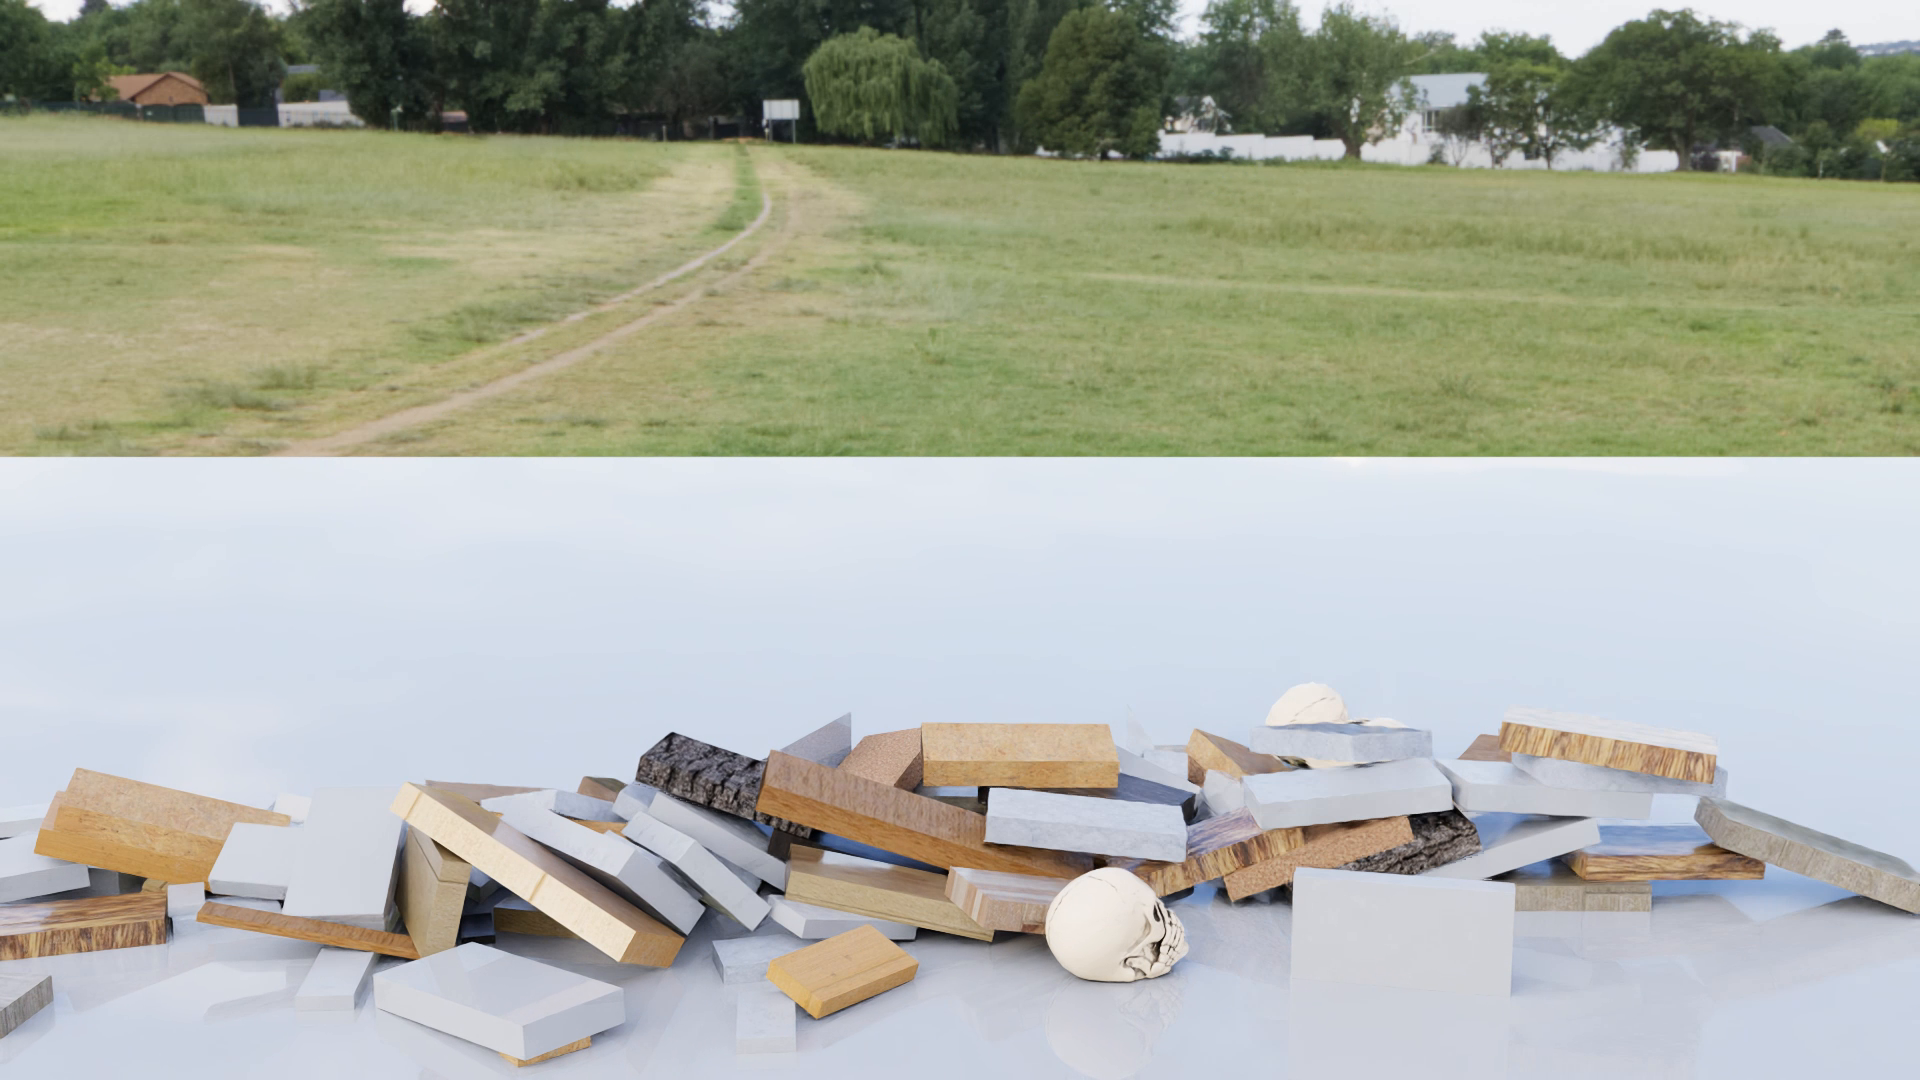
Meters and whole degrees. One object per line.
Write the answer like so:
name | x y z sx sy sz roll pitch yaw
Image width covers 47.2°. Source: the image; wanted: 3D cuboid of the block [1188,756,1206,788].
block | 0.494 0.463 4.150 0.106 0.030 0.212 21 6 -18

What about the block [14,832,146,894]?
block | -1.522 0.551 3.770 0.283 0.040 0.142 3 11 14

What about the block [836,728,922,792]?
block | -0.172 0.460 4.090 0.160 0.045 0.561 -10 10 15

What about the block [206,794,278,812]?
block | -1.325 0.517 3.957 0.137 0.039 0.275 0 11 -2

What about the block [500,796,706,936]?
block | -0.566 0.510 3.456 0.350 0.050 0.175 12 -29 48

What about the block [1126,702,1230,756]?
block | 0.453 0.402 4.559 0.160 0.045 0.320 -1 11 -5

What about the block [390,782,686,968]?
block | -0.644 0.509 3.348 0.458 0.050 0.175 28 -4 22

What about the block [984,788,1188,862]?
block | 0.206 0.470 3.638 0.325 0.046 0.161 6 10 1

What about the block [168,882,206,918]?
block | -1.249 0.580 3.550 0.056 0.016 0.112 -4 11 -19

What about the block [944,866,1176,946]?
block | 0.156 0.573 3.441 0.322 0.046 0.161 10 6 -23

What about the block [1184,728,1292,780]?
block | 0.560 0.448 4.132 0.174 0.049 0.347 20 6 -15

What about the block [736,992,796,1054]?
block | -0.274 0.682 3.112 0.082 0.023 0.165 -1 11 -5

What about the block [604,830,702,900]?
block | -0.500 0.529 3.536 0.028 0.098 0.196 -51 32 -17

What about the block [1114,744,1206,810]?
block | 0.331 0.457 4.022 0.212 0.030 0.106 24 55 38

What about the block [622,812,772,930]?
block | -0.423 0.522 3.492 0.047 0.165 0.329 -50 18 -14

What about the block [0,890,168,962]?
block | -1.483 0.613 3.435 0.459 0.040 0.142 -3 11 -18

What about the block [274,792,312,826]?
block | -1.024 0.500 3.848 0.320 0.045 0.160 5 -14 27

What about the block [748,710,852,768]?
block | -0.326 0.441 4.094 0.039 0.137 0.486 4 11 23

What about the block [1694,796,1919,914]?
block | 1.407 0.516 3.628 0.352 0.048 0.168 19 10 2

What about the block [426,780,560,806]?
block | -0.823 0.477 3.996 0.275 0.035 0.122 1 -21 19

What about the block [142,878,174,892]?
block | -1.305 0.566 3.670 0.072 0.020 0.143 19 12 -4

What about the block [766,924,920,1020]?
block | -0.171 0.633 3.237 0.108 0.030 0.215 32 25 31

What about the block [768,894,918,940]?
block | -0.183 0.587 3.420 0.215 0.030 0.108 9 7 -38

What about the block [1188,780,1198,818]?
block | 0.328 0.488 4.116 0.259 0.037 0.130 -2 11 -9

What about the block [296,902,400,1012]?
block | -0.940 0.621 3.439 0.082 0.023 0.533 -1 11 -5

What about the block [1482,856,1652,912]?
block | 0.972 0.570 3.657 0.309 0.044 0.154 0 11 0

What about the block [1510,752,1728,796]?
block | 1.097 0.379 3.665 0.309 0.044 0.154 4 8 -11

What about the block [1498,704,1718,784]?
block | 1.071 0.334 3.632 0.337 0.048 0.168 8 9 18

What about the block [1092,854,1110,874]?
block | 0.205 0.533 3.770 0.166 0.023 0.082 15 14 -6

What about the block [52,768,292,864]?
block | -1.315 0.473 3.688 0.359 0.045 0.160 16 12 -16

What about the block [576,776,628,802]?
block | -0.540 0.482 3.856 0.244 0.035 0.122 24 0 18

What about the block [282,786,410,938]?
block | -0.979 0.511 3.527 0.155 0.044 0.310 -1 33 -5

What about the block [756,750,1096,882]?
block | -0.054 0.477 3.622 0.566 0.047 0.165 18 13 -5

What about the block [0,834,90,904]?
block | -1.646 0.557 3.597 0.407 0.044 0.155 -9 19 -22

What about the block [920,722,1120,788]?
block | 0.105 0.389 3.989 0.347 0.049 0.174 1 18 -3
